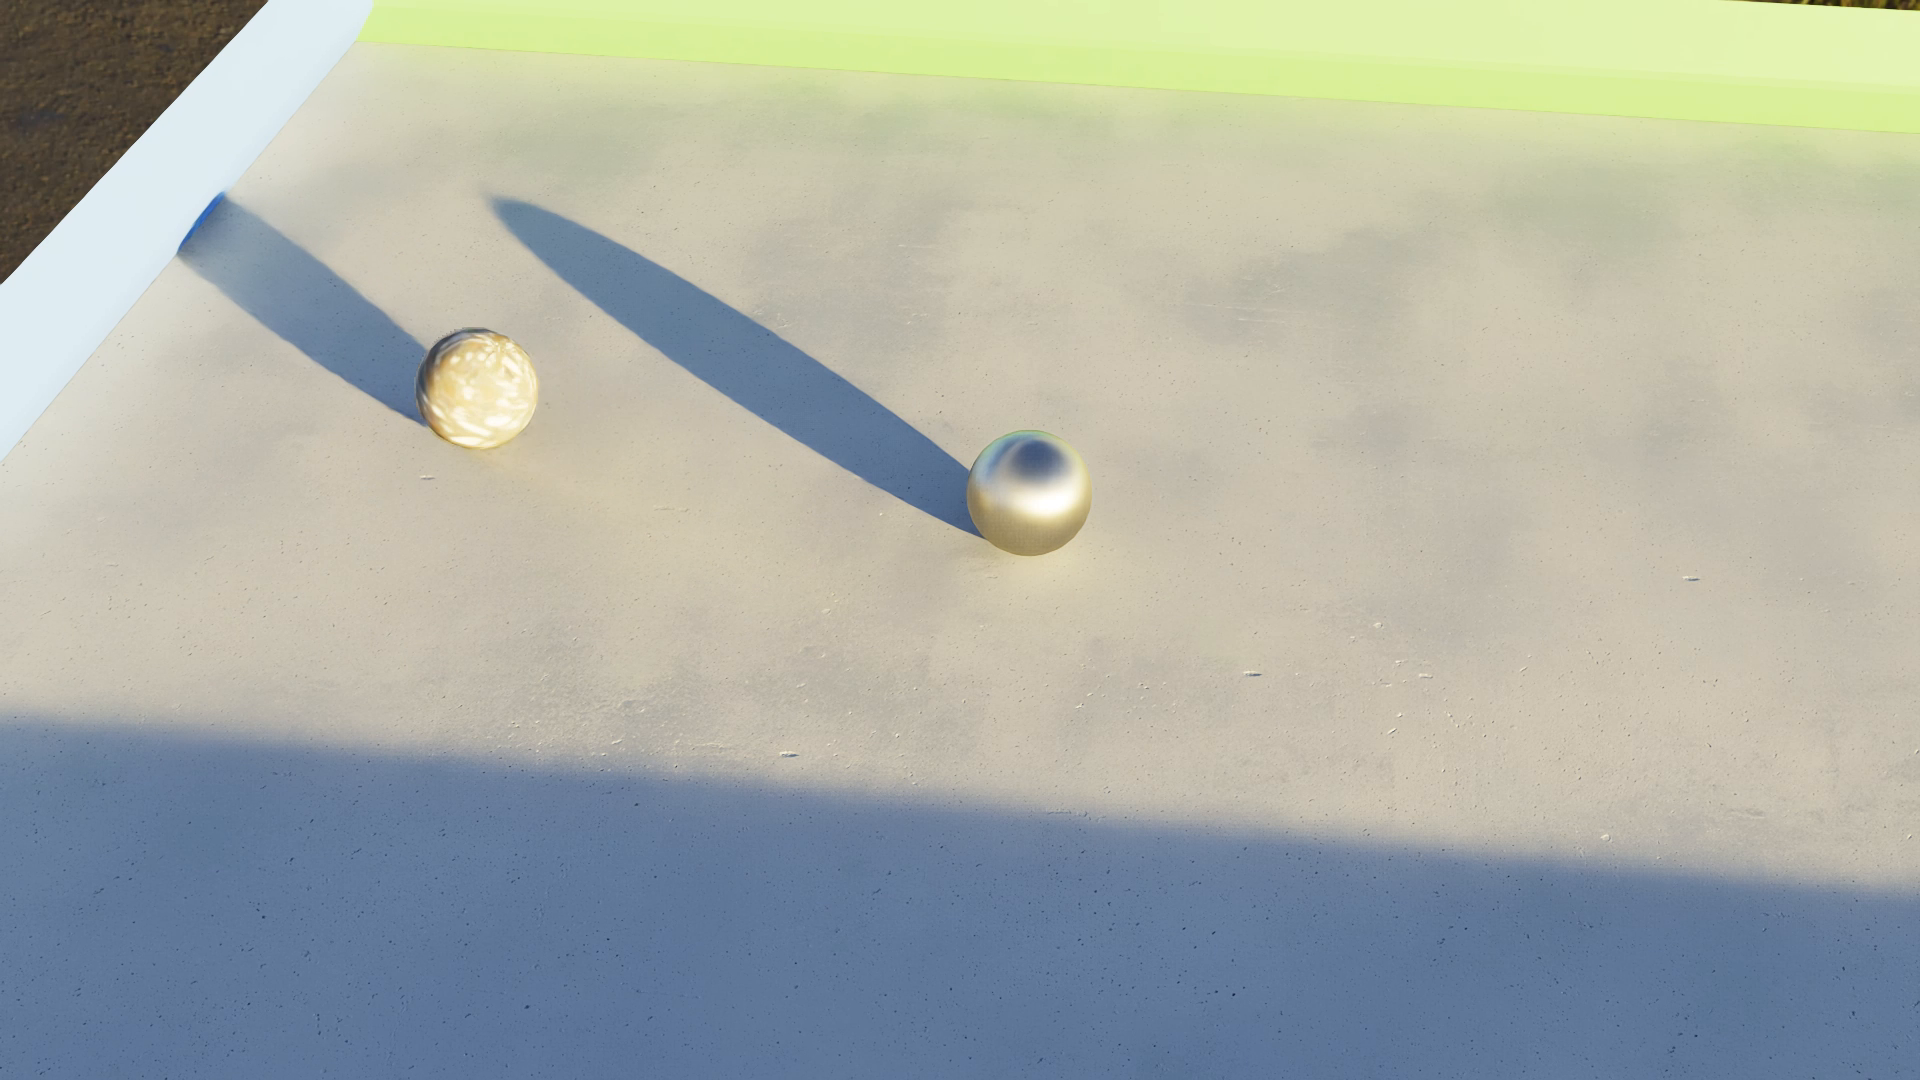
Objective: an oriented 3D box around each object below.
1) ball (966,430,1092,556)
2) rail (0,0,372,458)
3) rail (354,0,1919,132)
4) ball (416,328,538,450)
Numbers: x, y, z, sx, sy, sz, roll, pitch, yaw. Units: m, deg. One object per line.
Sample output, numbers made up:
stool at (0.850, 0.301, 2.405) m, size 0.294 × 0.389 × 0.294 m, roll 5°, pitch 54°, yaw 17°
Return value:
ball at (0.053, -0.036, 1.970) m, size 0.097 × 0.097 × 0.097 m, roll 0°, pitch 34°, yaw 0°
rail at (-0.773, -0.076, 1.998) m, size 0.045 × 0.128 × 1.880 m, roll 5°, pitch 35°, yaw 7°
rail at (0.927, -0.460, 2.562) m, size 3.219 × 0.128 × 0.045 m, roll 5°, pitch 35°, yaw 7°
ball at (-0.394, -0.123, 2.096) m, size 0.099 × 0.099 × 0.099 m, roll 0°, pitch 34°, yaw 0°
